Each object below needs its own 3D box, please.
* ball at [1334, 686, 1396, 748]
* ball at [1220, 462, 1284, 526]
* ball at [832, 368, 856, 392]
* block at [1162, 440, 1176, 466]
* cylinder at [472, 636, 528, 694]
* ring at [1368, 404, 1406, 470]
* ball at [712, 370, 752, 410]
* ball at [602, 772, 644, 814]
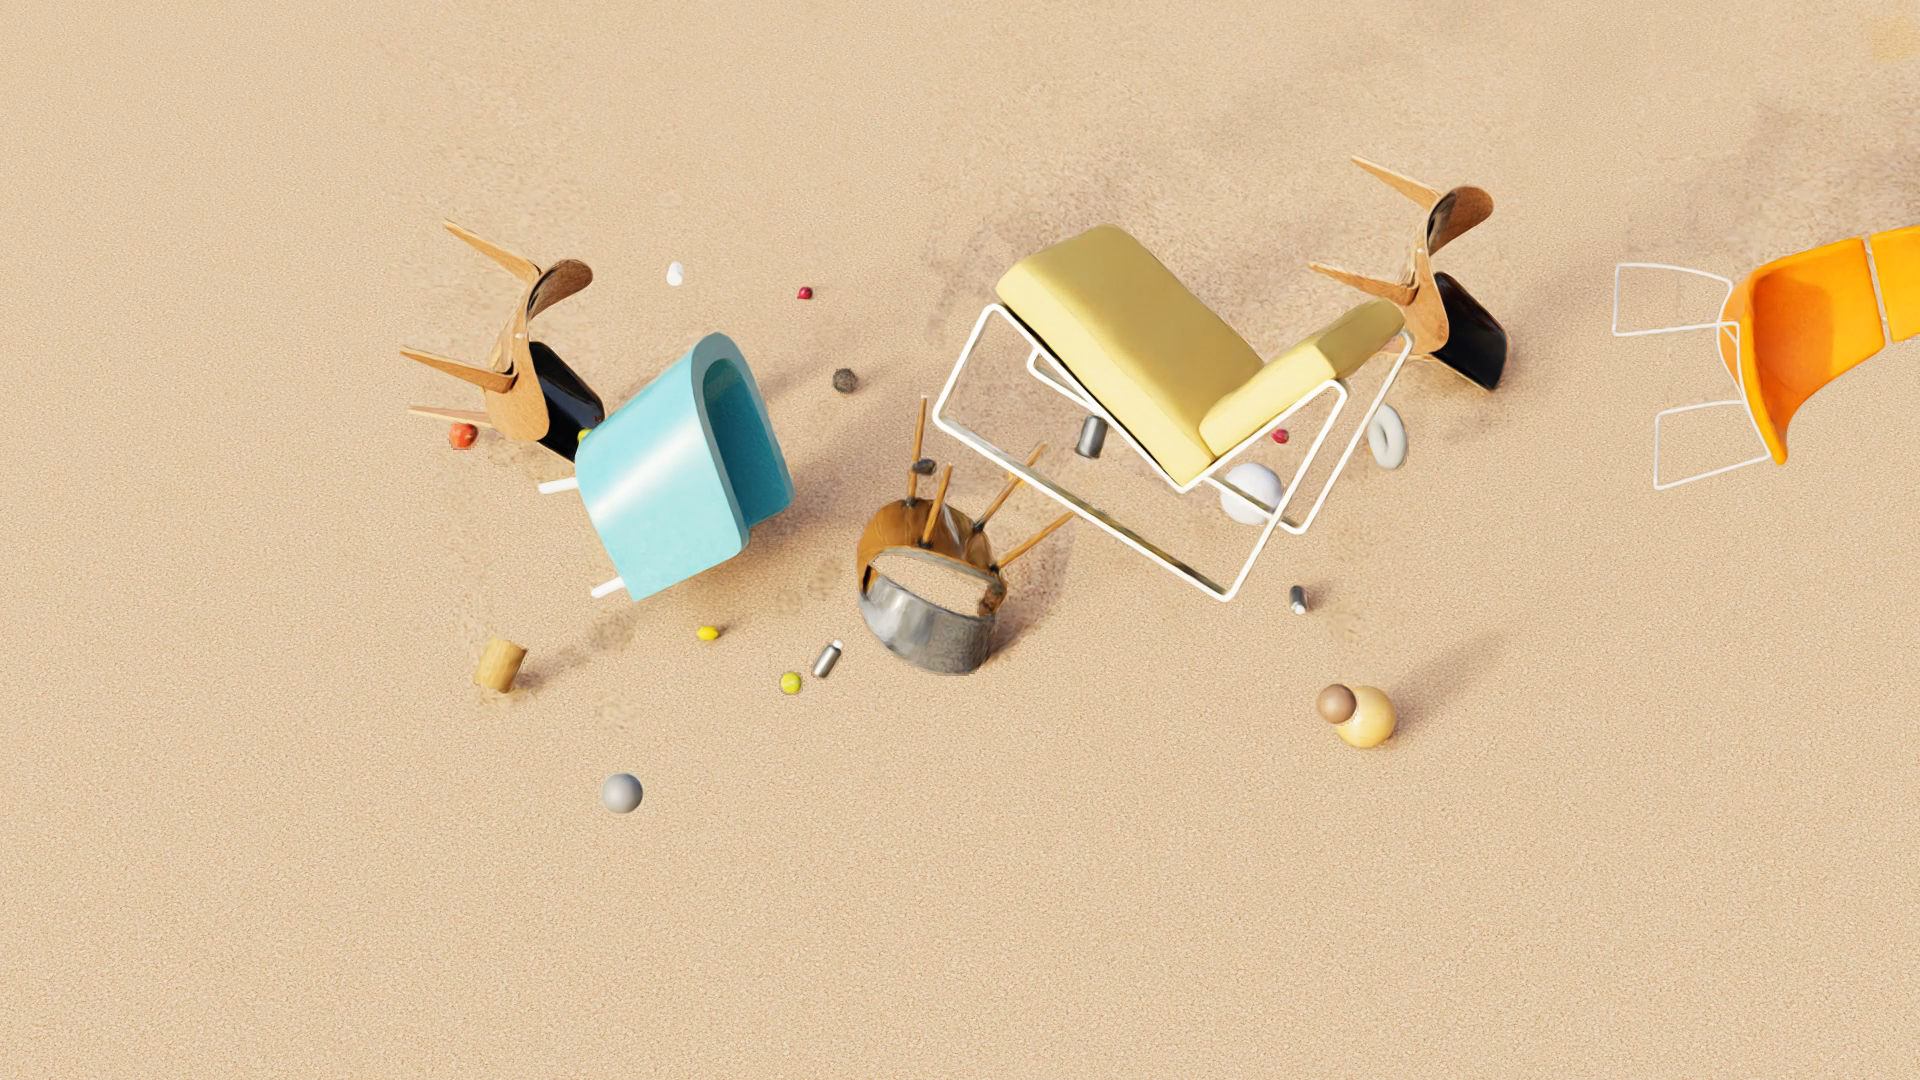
[{"bbox_3d":[1.359,0.594,9.853,0.210,0.210,0.210,0,33,0],"label":"ball"},{"bbox_3d":[1.087,-0.173,10.933,0.234,0.234,0.234,0,33,0],"label":"ball"},{"bbox_3d":[-0.467,-0.644,11.833,0.098,0.098,0.098,0,33,0],"label":"ball"},{"bbox_3d":[0.811,-0.342,11.401,0.039,0.068,0.077,-5,34,-7],"label":"block"},{"bbox_3d":[-1.581,0.429,10.062,0.133,0.165,0.143,26,-6,-24],"label":"cylinder"},{"bbox_3d":[1.620,-0.392,11.125,0.072,0.271,0.217,-18,38,-19],"label":"ring"},{"bbox_3d":[-0.913,-0.598,11.708,0.158,0.158,0.158,0,33,0],"label":"ball"},{"bbox_3d":[-1.088,0.817,9.459,0.131,0.131,0.131,0,33,0],"label":"ball"}]
